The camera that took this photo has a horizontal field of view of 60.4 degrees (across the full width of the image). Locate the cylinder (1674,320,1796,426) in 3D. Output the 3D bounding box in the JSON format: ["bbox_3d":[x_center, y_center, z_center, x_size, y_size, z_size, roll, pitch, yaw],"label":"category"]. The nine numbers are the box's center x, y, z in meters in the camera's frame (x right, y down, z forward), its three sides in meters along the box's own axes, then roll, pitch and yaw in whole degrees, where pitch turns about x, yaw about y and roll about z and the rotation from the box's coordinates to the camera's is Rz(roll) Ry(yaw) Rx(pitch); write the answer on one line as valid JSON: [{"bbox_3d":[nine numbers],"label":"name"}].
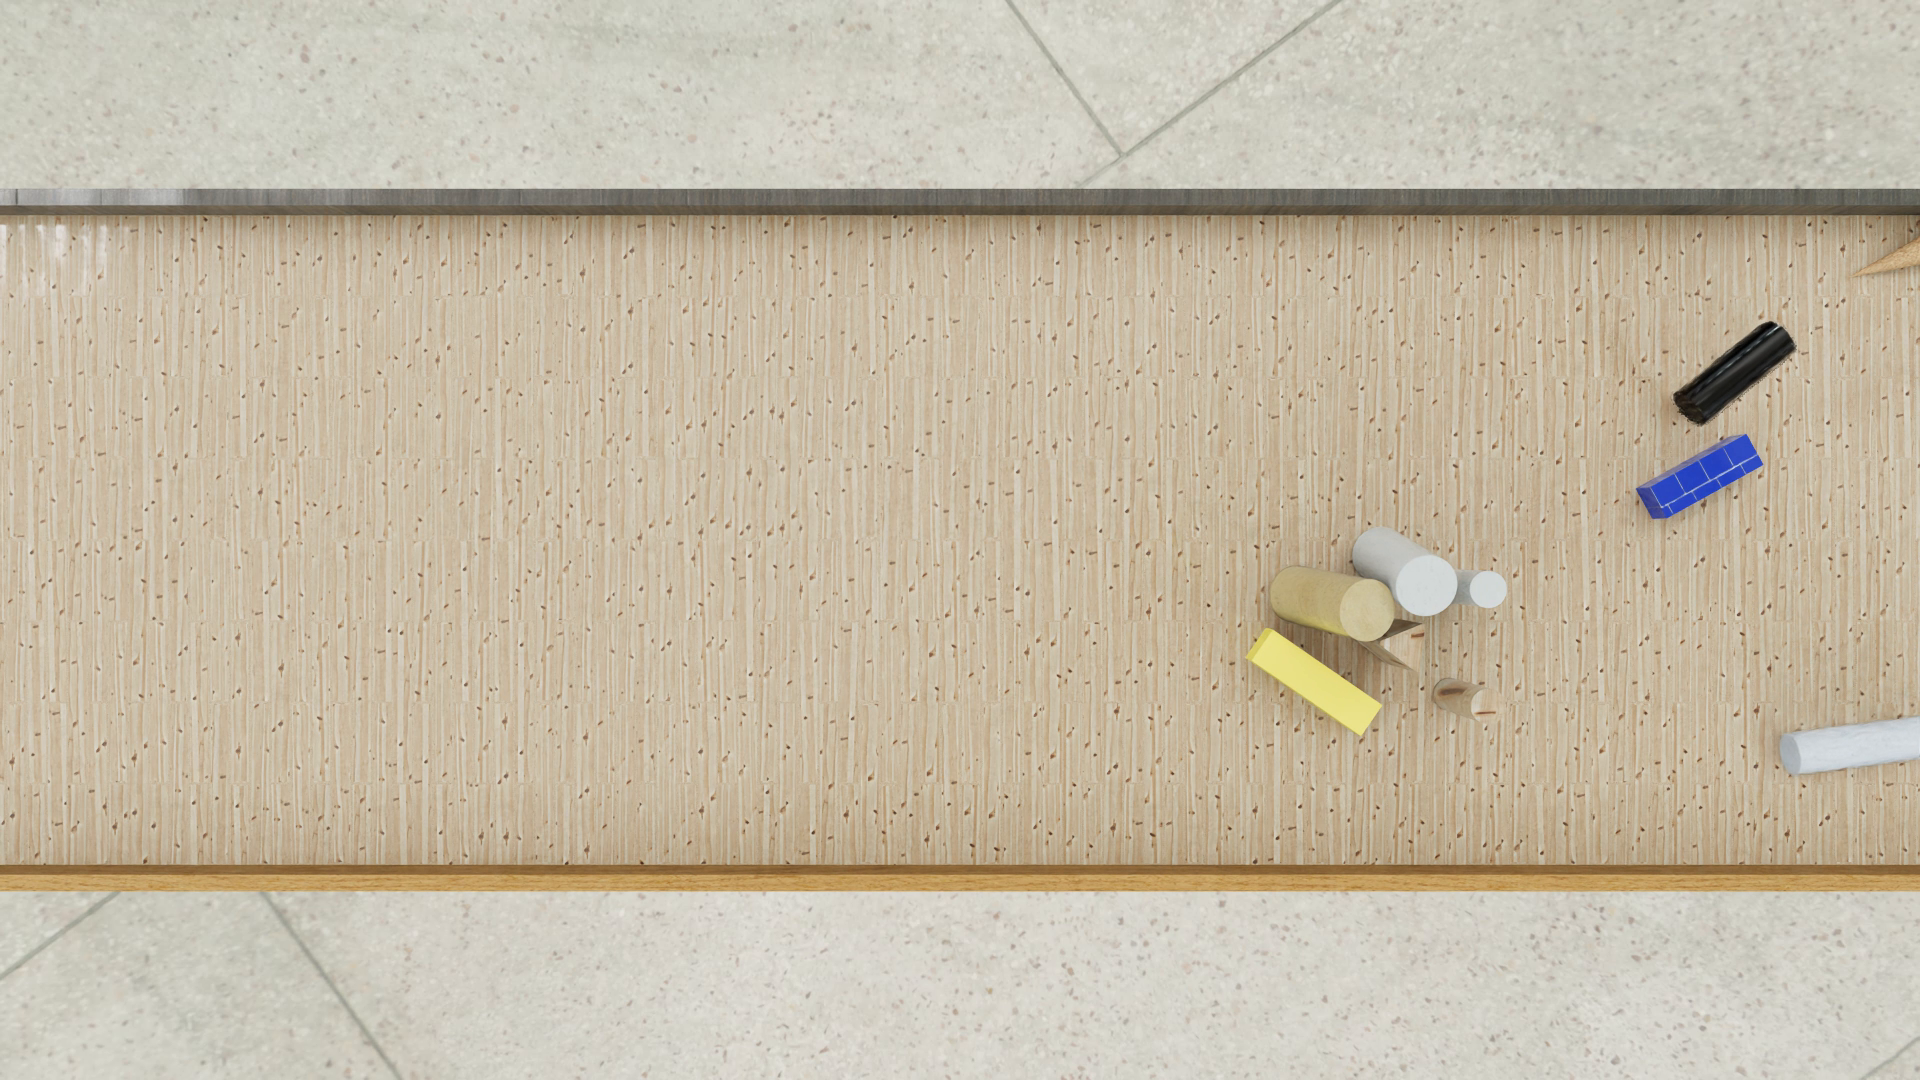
[{"bbox_3d":[2.352,-0.507,5.013,0.348,0.127,0.127,-39,90,0],"label":"cylinder"}]

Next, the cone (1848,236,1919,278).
[{"bbox_3d":[2.899,-0.870,5.043,0.370,0.137,0.137,-20,90,10],"label":"cone"}]

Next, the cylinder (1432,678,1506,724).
[{"bbox_3d":[1.505,0.474,4.888,0.101,0.378,0.101,0,90,0],"label":"cylinder"}]

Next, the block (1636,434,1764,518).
[{"bbox_3d":[2.250,-0.193,5.023,0.333,0.107,0.107,-29,90,0],"label":"block"}]

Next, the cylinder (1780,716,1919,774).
[{"bbox_3d":[2.743,0.621,5.013,0.444,0.127,0.127,-7,90,0],"label":"cylinder"}]

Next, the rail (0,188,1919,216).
[{"bbox_3d":[-2.247,-1.025,5.002,12.000,0.150,0.050,0,90,0],"label":"rail"}]

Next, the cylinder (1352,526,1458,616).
[{"bbox_3d":[1.297,0.086,4.836,0.174,0.456,0.174,0,101,-2],"label":"cylinder"}]

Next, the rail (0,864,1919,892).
[{"bbox_3d":[-2.247,1.025,5.001,12.000,0.150,0.050,0,90,0],"label":"rail"}]

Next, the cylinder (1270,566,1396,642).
[{"bbox_3d":[1.088,0.182,4.849,0.178,0.420,0.178,-1,95,-17],"label":"cylinder"}]

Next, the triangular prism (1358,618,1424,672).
[{"bbox_3d":[1.293,0.289,4.899,0.139,0.355,0.121,37,90,0],"label":"triangular prism"}]

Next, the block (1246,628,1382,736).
[{"bbox_3d":[1.074,0.430,5.020,0.400,0.112,0.112,35,90,0],"label":"block"}]

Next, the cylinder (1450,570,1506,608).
[{"bbox_3d":[1.508,0.141,4.893,0.106,0.368,0.106,0,90,0],"label":"cylinder"}]
